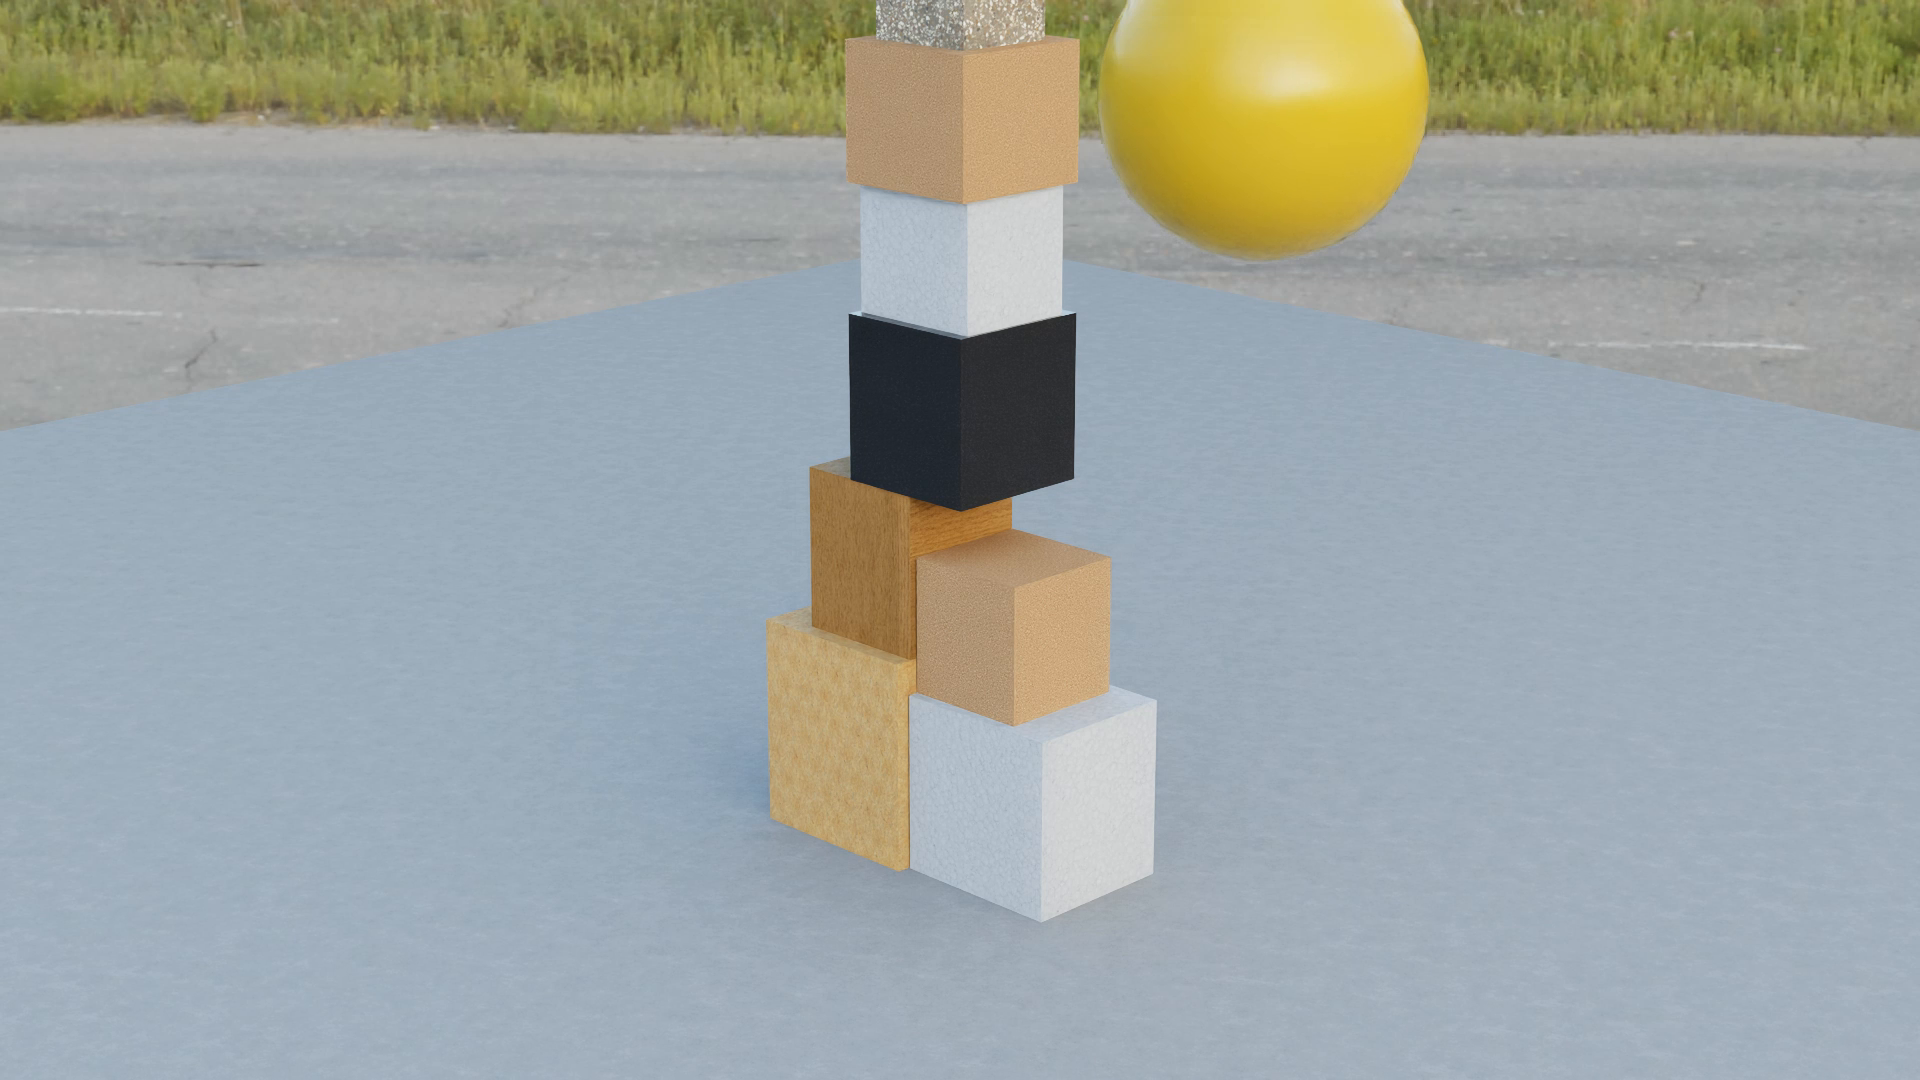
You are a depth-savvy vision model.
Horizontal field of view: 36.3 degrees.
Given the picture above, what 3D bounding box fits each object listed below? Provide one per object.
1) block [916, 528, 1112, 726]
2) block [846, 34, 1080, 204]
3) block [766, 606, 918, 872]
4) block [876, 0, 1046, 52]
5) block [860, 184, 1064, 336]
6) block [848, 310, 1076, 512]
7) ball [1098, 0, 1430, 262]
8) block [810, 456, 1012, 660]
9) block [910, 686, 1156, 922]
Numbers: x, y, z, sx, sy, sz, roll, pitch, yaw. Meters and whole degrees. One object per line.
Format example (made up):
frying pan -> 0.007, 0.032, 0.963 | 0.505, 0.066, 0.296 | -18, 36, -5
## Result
block -> 0.241, 0.384, 13.216 | 0.623, 0.643, 0.610 | -17, 24, -42
block -> 0.010, -1.867, 12.765 | 0.713, 0.624, 0.721 | -17, 24, -42
block -> -0.299, 0.860, 13.923 | 0.841, 1.010, 0.890 | -17, 24, -42
block -> 0.002, -2.456, 12.572 | 0.497, 0.614, 0.533 | -17, 24, -42
block -> 0.006, -1.288, 12.943 | 0.593, 0.588, 0.667 | -17, 24, -42
block -> 0.011, -0.642, 13.151 | 0.726, 0.770, 0.706 | -17, 24, -42
ball -> 1.467, -2.151, 14.203 | 1.600, 1.600, 1.600 | 0, 17, 0
block -> -0.226, 0.034, 13.575 | 0.654, 0.774, 0.663 | -17, 24, -42
block -> 0.328, 1.118, 13.370 | 0.747, 0.849, 0.833 | -17, 24, -42
